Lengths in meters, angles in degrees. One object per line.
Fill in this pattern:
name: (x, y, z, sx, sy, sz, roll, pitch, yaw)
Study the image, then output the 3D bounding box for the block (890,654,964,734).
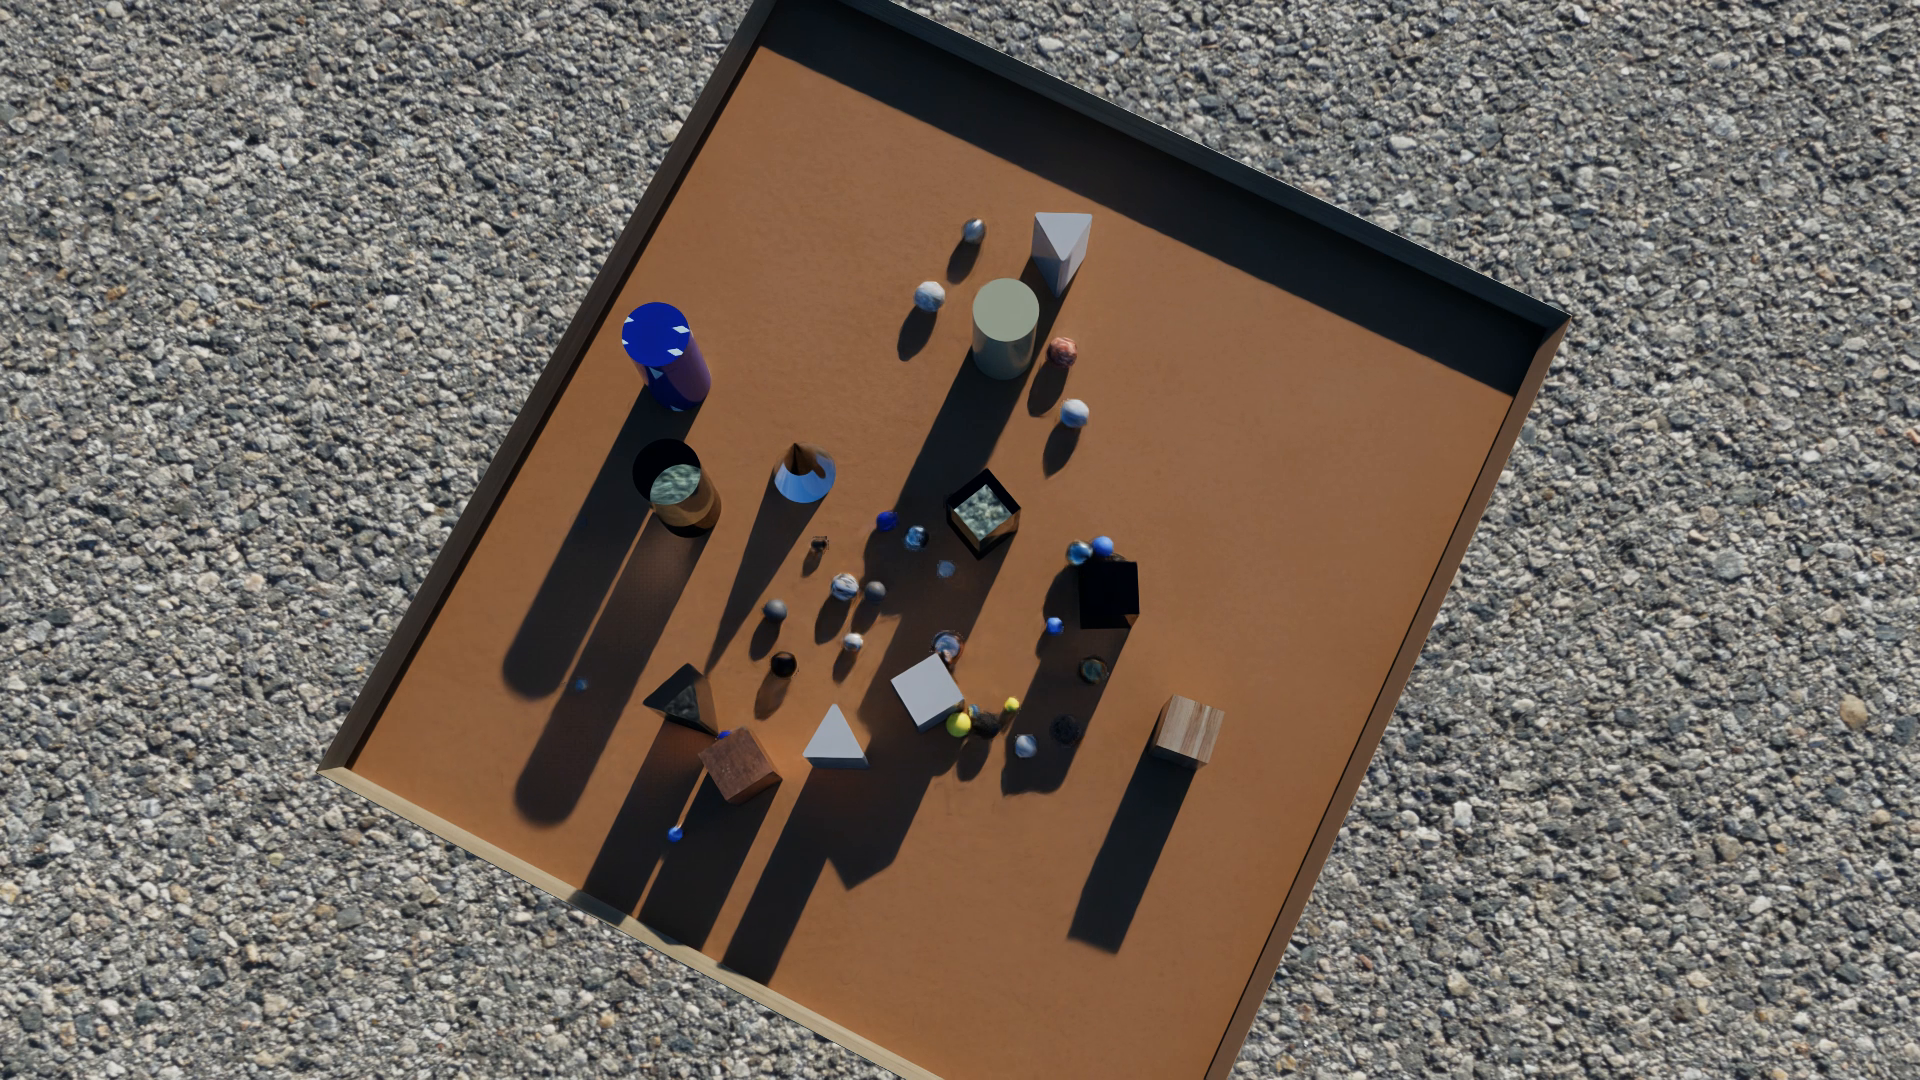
block: (-0.094, 0.454, 5.400, 0.156, 0.240, 0.156, -31, 80, -6)

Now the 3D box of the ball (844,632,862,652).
ball: (-0.322, 0.310, 5.523, 0.059, 0.059, 0.059, 0, 78, 0)

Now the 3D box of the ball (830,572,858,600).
ball: (-0.350, 0.142, 5.544, 0.084, 0.084, 0.084, 0, 78, 0)

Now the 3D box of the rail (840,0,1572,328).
rail: (0.645, -1.257, 5.811, 2.745, 0.126, 0.045, 26, 80, 5)

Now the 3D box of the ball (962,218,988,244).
ball: (0.047, -0.973, 5.777, 0.081, 0.081, 0.081, 0, 78, 0)

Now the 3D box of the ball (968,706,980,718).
ball: (0.043, 0.514, 5.490, 0.040, 0.040, 0.040, 0, 78, 0)

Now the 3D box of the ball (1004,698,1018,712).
ball: (0.155, 0.494, 5.492, 0.043, 0.043, 0.043, 0, 78, 0)

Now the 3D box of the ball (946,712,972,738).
ball: (-0.005, 0.550, 5.464, 0.075, 0.075, 0.075, 0, 78, 0)

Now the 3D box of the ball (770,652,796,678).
ball: (-0.530, 0.374, 5.498, 0.081, 0.081, 0.081, 0, 78, 0)

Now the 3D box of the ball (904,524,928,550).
ball: (-0.135, -0.009, 5.579, 0.077, 0.077, 0.077, 0, 78, 0)

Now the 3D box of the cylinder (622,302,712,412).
cylinder: (-0.874, -0.543, 5.490, 0.194, 0.468, 0.194, 0, 78, 0)

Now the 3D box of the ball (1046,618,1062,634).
ball: (0.285, 0.258, 5.537, 0.051, 0.051, 0.051, 0, 78, 0)

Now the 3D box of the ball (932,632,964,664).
ball: (-0.036, 0.323, 5.500, 0.097, 0.097, 0.097, 0, 78, 0)

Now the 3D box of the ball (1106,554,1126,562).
ball: (0.473, 0.075, 5.568, 0.065, 0.065, 0.065, 0, 78, 0)

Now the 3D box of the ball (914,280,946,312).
ball: (-0.093, -0.761, 5.725, 0.096, 0.096, 0.096, 0, 78, 0)

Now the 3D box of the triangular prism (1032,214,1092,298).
triangular prism: (0.288, -0.904, 5.632, 0.146, 0.336, 0.168, 31, 80, 6)

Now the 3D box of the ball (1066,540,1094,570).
ball: (0.364, 0.044, 5.548, 0.089, 0.089, 0.089, 0, 78, 0)

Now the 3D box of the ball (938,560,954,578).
ball: (-0.041, 0.088, 5.573, 0.049, 0.049, 0.049, 0, 78, 0)

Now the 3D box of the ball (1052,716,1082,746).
ball: (0.317, 0.567, 5.454, 0.088, 0.088, 0.088, 0, 78, 0)

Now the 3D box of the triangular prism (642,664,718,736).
triangular prism: (-0.782, 0.454, 5.314, 0.168, 0.408, 0.146, 18, 79, 4)

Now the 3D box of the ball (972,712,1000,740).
ball: (0.079, 0.554, 5.460, 0.081, 0.081, 0.081, 0, 78, 0)

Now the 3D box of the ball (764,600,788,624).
ball: (-0.557, 0.215, 5.535, 0.072, 0.072, 0.072, 0, 78, 0)

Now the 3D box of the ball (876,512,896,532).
ball: (-0.225, -0.056, 5.595, 0.065, 0.065, 0.065, 0, 78, 0)

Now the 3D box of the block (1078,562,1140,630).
block: (0.441, 0.167, 5.451, 0.156, 0.257, 0.156, -2, 78, 0)

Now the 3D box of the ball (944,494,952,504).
ball: (-0.029, -0.121, 5.620, 0.041, 0.041, 0.041, 0, 78, 0)

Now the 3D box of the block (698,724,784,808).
block: (-0.635, 0.659, 5.326, 0.156, 0.301, 0.156, -32, 80, -6)

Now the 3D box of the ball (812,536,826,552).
ball: (-0.430, 0.013, 5.590, 0.047, 0.047, 0.047, 0, 78, 0)

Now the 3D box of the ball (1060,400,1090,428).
ball: (0.353, -0.389, 5.651, 0.090, 0.090, 0.090, 0, 78, 0)

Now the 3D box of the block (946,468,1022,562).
block: (0.068, -0.073, 5.474, 0.156, 0.309, 0.156, -38, 81, -7)

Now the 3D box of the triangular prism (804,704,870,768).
triangular prism: (-0.352, 0.569, 5.302, 0.168, 0.385, 0.146, 1, 78, 0)

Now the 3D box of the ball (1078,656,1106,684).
ball: (0.396, 0.391, 5.493, 0.084, 0.084, 0.084, 0, 78, 0)

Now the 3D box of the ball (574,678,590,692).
ball: (-1.136, 0.436, 5.504, 0.043, 0.043, 0.043, 0, 78, 0)

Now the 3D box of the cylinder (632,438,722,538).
cylinder: (-0.831, -0.147, 5.414, 0.194, 0.456, 0.194, 0, 78, 0)

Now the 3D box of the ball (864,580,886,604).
ball: (-0.257, 0.158, 5.550, 0.067, 0.067, 0.067, 0, 78, 0)

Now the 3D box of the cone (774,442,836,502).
cone: (-0.480, -0.246, 5.484, 0.194, 0.359, 0.194, 0, 78, 0)

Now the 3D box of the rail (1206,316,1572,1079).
rail: (1.206, 0.597, 5.427, 0.045, 0.126, 2.933, 26, 80, 5)

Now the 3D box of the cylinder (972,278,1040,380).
cylinder: (0.135, -0.634, 5.549, 0.194, 0.389, 0.194, 0, 78, 0)

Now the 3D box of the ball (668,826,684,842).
ball: (-0.840, 0.869, 5.414, 0.045, 0.045, 0.045, 0, 78, 0)

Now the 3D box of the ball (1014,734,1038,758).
ball: (0.196, 0.615, 5.453, 0.070, 0.070, 0.070, 0, 78, 0)

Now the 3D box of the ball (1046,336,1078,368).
ball: (0.318, -0.582, 5.688, 0.096, 0.096, 0.096, 0, 78, 0)

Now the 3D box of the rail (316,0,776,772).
rail: (-1.206, -0.584, 5.672, 0.045, 0.126, 2.933, 26, 80, 5)

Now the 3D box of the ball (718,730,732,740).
ball: (-0.694, 0.596, 5.464, 0.057, 0.057, 0.057, 0, 78, 0)

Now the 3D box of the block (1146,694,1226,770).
block: (0.658, 0.565, 5.357, 0.156, 0.279, 0.156, 19, 79, 4)

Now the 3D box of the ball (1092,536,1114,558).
ball: (0.433, 0.022, 5.577, 0.068, 0.068, 0.068, 0, 78, 0)

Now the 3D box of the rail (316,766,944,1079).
rail: (-0.645, 1.271, 5.288, 2.745, 0.126, 0.045, 26, 80, 5)
